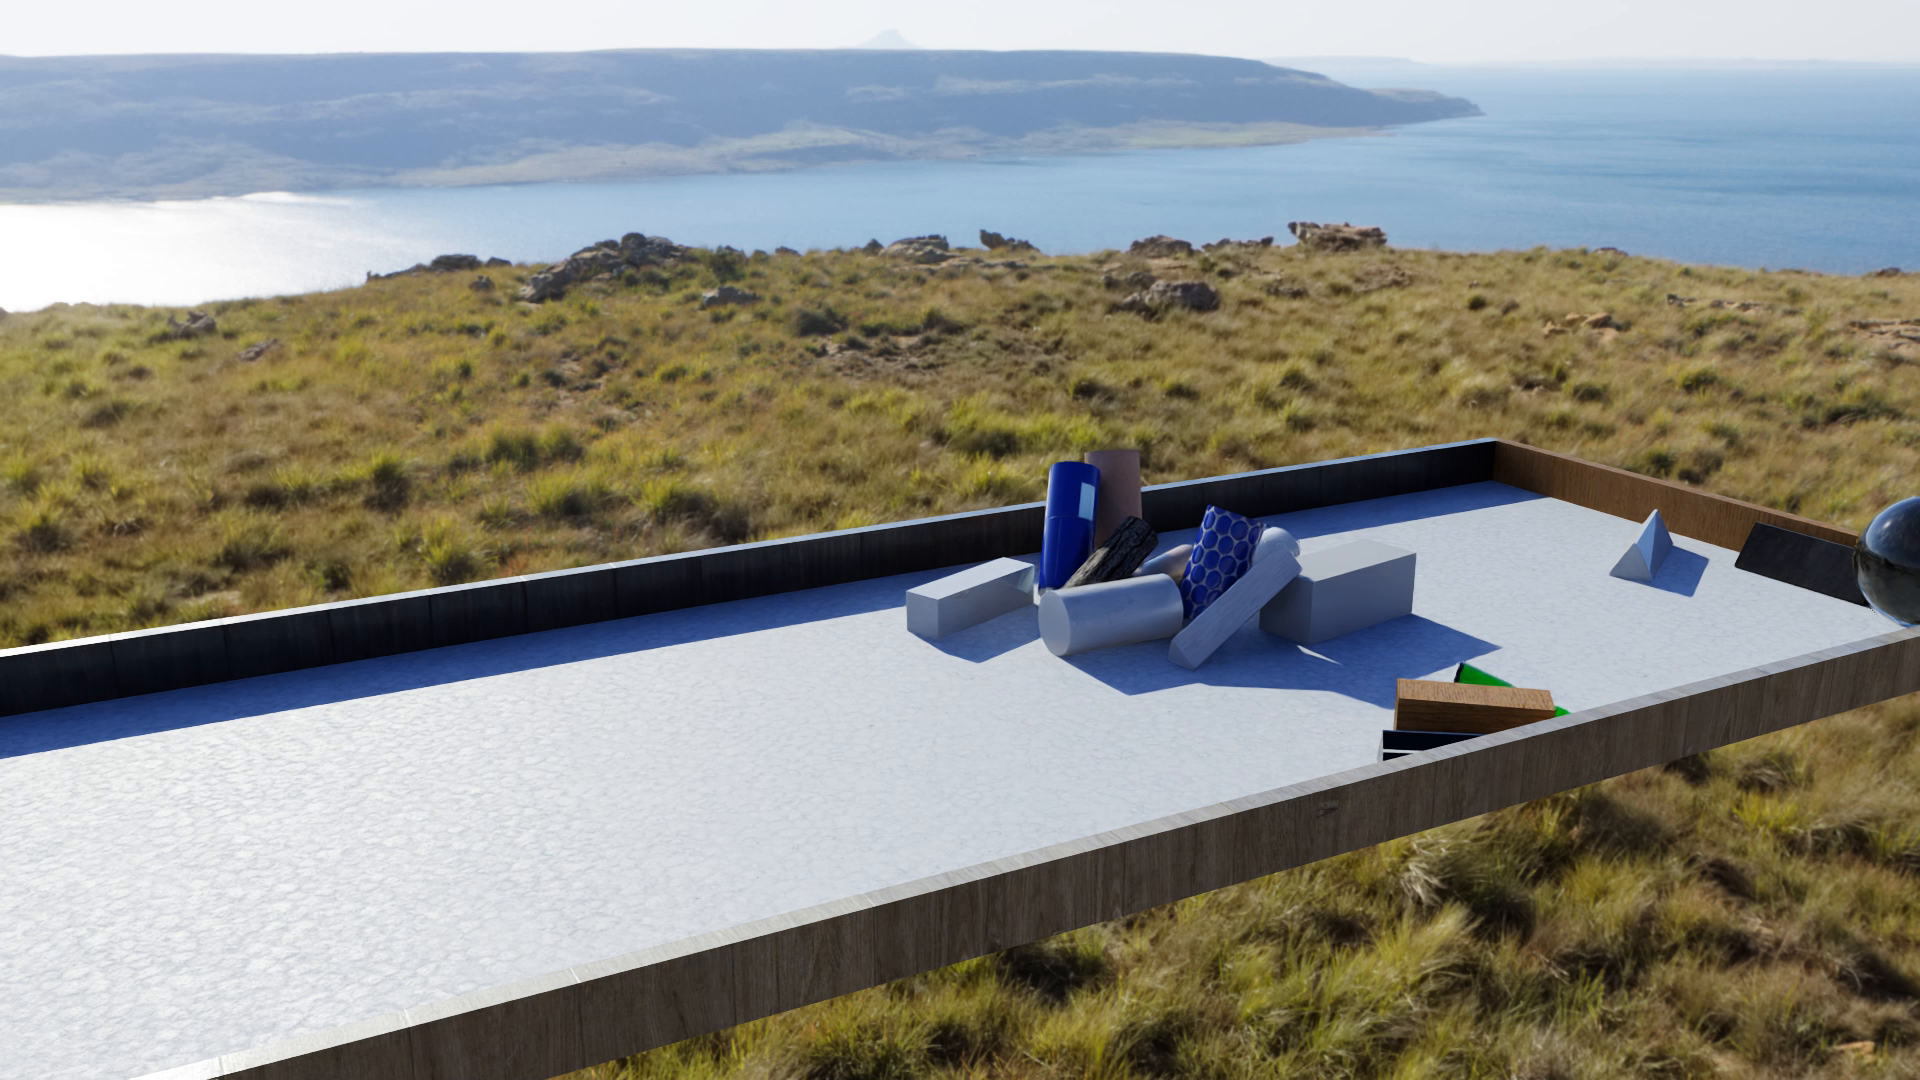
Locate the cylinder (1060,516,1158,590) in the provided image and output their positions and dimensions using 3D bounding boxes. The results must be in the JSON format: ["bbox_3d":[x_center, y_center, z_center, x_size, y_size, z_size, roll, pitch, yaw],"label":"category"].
[{"bbox_3d":[0.401,0.089,4.570,0.118,0.118,0.347,16,52,44],"label":"cylinder"}]

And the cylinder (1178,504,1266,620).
[{"bbox_3d":[0.702,0.075,4.482,0.165,0.308,0.165,18,4,-1],"label":"cylinder"}]

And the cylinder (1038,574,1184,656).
[{"bbox_3d":[0.401,0.197,4.381,0.345,0.172,0.172,-8,18,-25],"label":"cylinder"}]

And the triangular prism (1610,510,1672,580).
[{"bbox_3d":[2.126,0.007,5.127,0.126,0.109,0.442,9,19,28],"label":"triangular prism"}]

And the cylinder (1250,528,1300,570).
[{"bbox_3d":[0.825,0.085,4.805,0.147,0.147,0.450,12,20,35],"label":"cylinder"}]

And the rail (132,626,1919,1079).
[{"bbox_3d":[-2.336,1.006,1.665,12.000,0.150,0.050,-9,18,-27],"label":"rail"}]

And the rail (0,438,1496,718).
[{"bbox_3d":[-3.305,0.497,3.399,12.000,0.150,0.050,-9,18,-27],"label":"rail"}]

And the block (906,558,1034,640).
[{"bbox_3d":[0.033,0.159,4.611,0.114,0.114,0.415,14,21,39],"label":"block"}]

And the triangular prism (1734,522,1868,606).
[{"bbox_3d":[2.546,0.060,4.903,0.153,0.132,0.425,-8,18,-27],"label":"triangular prism"}]

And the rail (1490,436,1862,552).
[{"bbox_3d":[2.466,-0.048,5.253,0.050,0.150,2.100,-9,18,-27],"label":"rail"}]

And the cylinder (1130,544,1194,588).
[{"bbox_3d":[0.571,0.109,4.782,0.114,0.114,0.360,12,20,35],"label":"cylinder"}]

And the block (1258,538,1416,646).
[{"bbox_3d":[1.048,0.139,4.567,0.437,0.178,0.178,-12,20,-36],"label":"block"}]

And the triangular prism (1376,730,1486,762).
[{"bbox_3d":[1.076,0.465,3.603,0.305,0.091,0.105,2,16,7],"label":"triangular prism"}]

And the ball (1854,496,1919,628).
[{"bbox_3d":[2.638,0.063,4.474,0.375,0.375,0.375,0,16,0],"label":"ball"}]

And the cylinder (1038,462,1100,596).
[{"bbox_3d":[0.314,-0.022,4.731,0.149,0.379,0.149,6,-19,2],"label":"cylinder"}]

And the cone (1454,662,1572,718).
[{"bbox_3d":[1.354,0.399,3.892,0.376,0.121,0.121,17,21,21],"label":"cone"}]

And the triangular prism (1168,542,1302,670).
[{"bbox_3d":[0.714,0.163,4.323,0.444,0.082,0.095,-39,34,-24],"label":"triangular prism"}]

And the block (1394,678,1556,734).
[{"bbox_3d":[1.162,0.408,3.743,0.336,0.126,0.126,4,17,12],"label":"block"}]

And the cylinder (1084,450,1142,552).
[{"bbox_3d":[0.457,-0.073,4.883,0.163,0.375,0.163,-2,-2,0],"label":"cylinder"}]
